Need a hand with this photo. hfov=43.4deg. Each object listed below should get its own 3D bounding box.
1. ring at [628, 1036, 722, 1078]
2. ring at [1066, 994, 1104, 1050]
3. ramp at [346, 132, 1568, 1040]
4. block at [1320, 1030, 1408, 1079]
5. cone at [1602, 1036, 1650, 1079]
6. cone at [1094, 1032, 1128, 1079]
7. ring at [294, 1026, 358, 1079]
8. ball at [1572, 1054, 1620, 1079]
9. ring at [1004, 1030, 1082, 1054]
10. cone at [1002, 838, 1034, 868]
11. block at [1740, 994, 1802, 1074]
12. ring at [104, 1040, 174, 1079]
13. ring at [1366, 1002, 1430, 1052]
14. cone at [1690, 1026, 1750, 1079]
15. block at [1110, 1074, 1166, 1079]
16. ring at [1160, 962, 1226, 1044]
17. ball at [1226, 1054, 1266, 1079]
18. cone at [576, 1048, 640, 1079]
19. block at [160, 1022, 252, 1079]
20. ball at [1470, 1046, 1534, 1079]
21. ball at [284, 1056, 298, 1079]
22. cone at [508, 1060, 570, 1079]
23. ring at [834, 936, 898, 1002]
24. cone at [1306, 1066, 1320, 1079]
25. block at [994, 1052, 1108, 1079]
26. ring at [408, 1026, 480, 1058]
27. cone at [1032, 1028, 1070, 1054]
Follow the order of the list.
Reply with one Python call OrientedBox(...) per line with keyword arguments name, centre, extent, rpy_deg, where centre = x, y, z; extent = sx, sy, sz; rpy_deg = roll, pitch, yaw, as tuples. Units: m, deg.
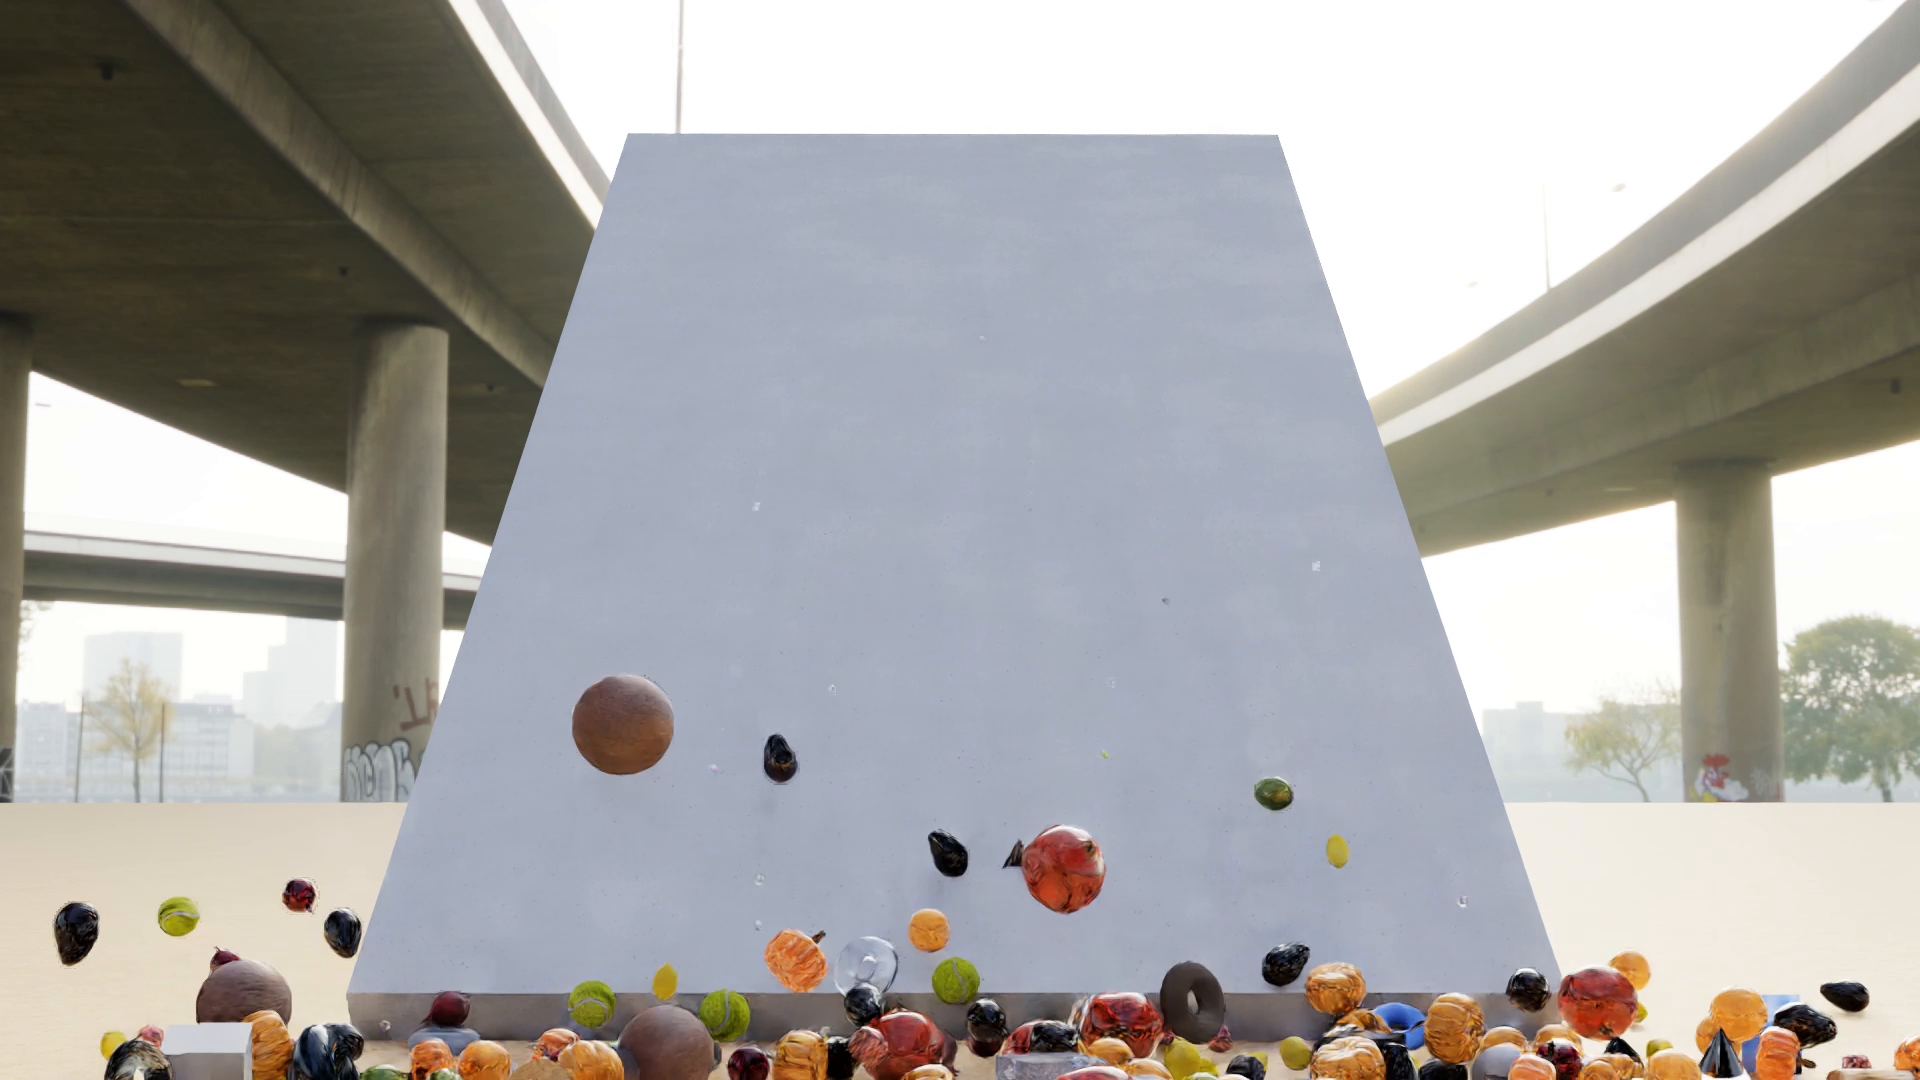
OrientedBox(name="ring", centre=(-0.418, 0.754, 3.517), extent=(0.143, 0.048, 0.143), rpy_deg=(-1, -5, 0))
OrientedBox(name="ring", centre=(0.185, 0.719, 3.602), extent=(0.029, 0.088, 0.088), rpy_deg=(28, -12, -11))
OrientedBox(name="ramp", centre=(-0.013, -0.211, 5.711), extent=(2.000, 0.100, 4.000), rpy_deg=(0, 30, 0))
OrientedBox(name="block", centre=(0.530, 0.694, 3.163), extent=(0.090, 0.090, 0.090), rpy_deg=(-3, -7, 26))
OrientedBox(name="cone", centre=(0.886, 0.737, 3.310), extent=(0.081, 0.081, 0.081), rpy_deg=(-26, 2, -17))
OrientedBox(name="cone", centre=(0.205, 0.724, 3.379), extent=(0.075, 0.075, 0.075), rpy_deg=(0, -5, 0))
OrientedBox(name="ring", centre=(-0.731, 0.624, 2.795), extent=(0.044, 0.131, 0.131), rpy_deg=(-20, -5, -3))
OrientedBox(name="ball", centre=(0.846, 0.715, 3.210), extent=(0.060, 0.060, 0.060), rpy_deg=(0, -6, 0))
OrientedBox(name="ring", centre=(0.121, 0.749, 3.541), extent=(0.118, 0.039, 0.118), rpy_deg=(-16, -3, -1))
OrientedBox(name="cone", centre=(0.096, 0.562, 4.242), extent=(0.053, 0.053, 0.053), rpy_deg=(-33, -5, -3))
OrientedBox(name="block", centre=(1.188, 0.724, 3.537), extent=(0.084, 0.084, 0.084), rpy_deg=(-1, 16, 18))
OrientedBox(name="ring", centre=(-0.961, 0.633, 2.827), extent=(0.033, 0.098, 0.098), rpy_deg=(-19, -13, 19))
OrientedBox(name="ring", centre=(0.701, 0.780, 3.861), extent=(0.102, 0.034, 0.102), rpy_deg=(0, 30, 0))
OrientedBox(name="cone", centre=(0.991, 0.677, 3.142), extent=(0.096, 0.096, 0.096), rpy_deg=(-4, 10, 1))
OrientedBox(name="block", centre=(0.221, 0.690, 2.969), extent=(0.057, 0.057, 0.057), rpy_deg=(1, -6, -13))
OrientedBox(name="ring", centre=(0.339, 0.674, 3.517), extent=(0.121, 0.121, 0.040), rpy_deg=(6, -20, -44))
OrientedBox(name="ball", centre=(0.388, 0.726, 3.282), extent=(0.052, 0.052, 0.052), rpy_deg=(0, -6, 0))
OrientedBox(name="cone", centre=(-0.432, 0.712, 3.096), extent=(0.093, 0.093, 0.093), rpy_deg=(-2, -33, 22))
OrientedBox(name="block", centre=(-0.918, 0.654, 2.938), extent=(0.100, 0.100, 0.100), rpy_deg=(1, 9, -11))
OrientedBox(name="ball", centre=(0.702, 0.696, 3.128), extent=(0.080, 0.080, 0.080), rpy_deg=(0, -6, 0))
OrientedBox(name="ball", centre=(-0.816, 0.687, 3.081), extent=(0.088, 0.088, 0.088), rpy_deg=(0, -6, 0))
OrientedBox(name="cone", centre=(-0.505, 0.699, 2.970), extent=(0.091, 0.091, 0.091), rpy_deg=(-2, -33, 16))
OrientedBox(name="ring", centre=(-0.153, 0.696, 3.917), extent=(0.113, 0.113, 0.038), rpy_deg=(-3, -36, 28))
OrientedBox(name="cone", centre=(0.448, 0.698, 3.060), extent=(0.062, 0.062, 0.062), rpy_deg=(0, -6, 0))
OrientedBox(name="block", centre=(0.106, 0.654, 2.818), extent=(0.098, 0.098, 0.098), rpy_deg=(3, -7, -24))
OrientedBox(name="ring", centre=(-0.807, 0.786, 3.779), extent=(0.114, 0.038, 0.114), rpy_deg=(2, -4, 0))
OrientedBox(name="cone", centre=(0.110, 0.723, 3.287), extent=(0.083, 0.083, 0.083), rpy_deg=(-45, 0, 0))
